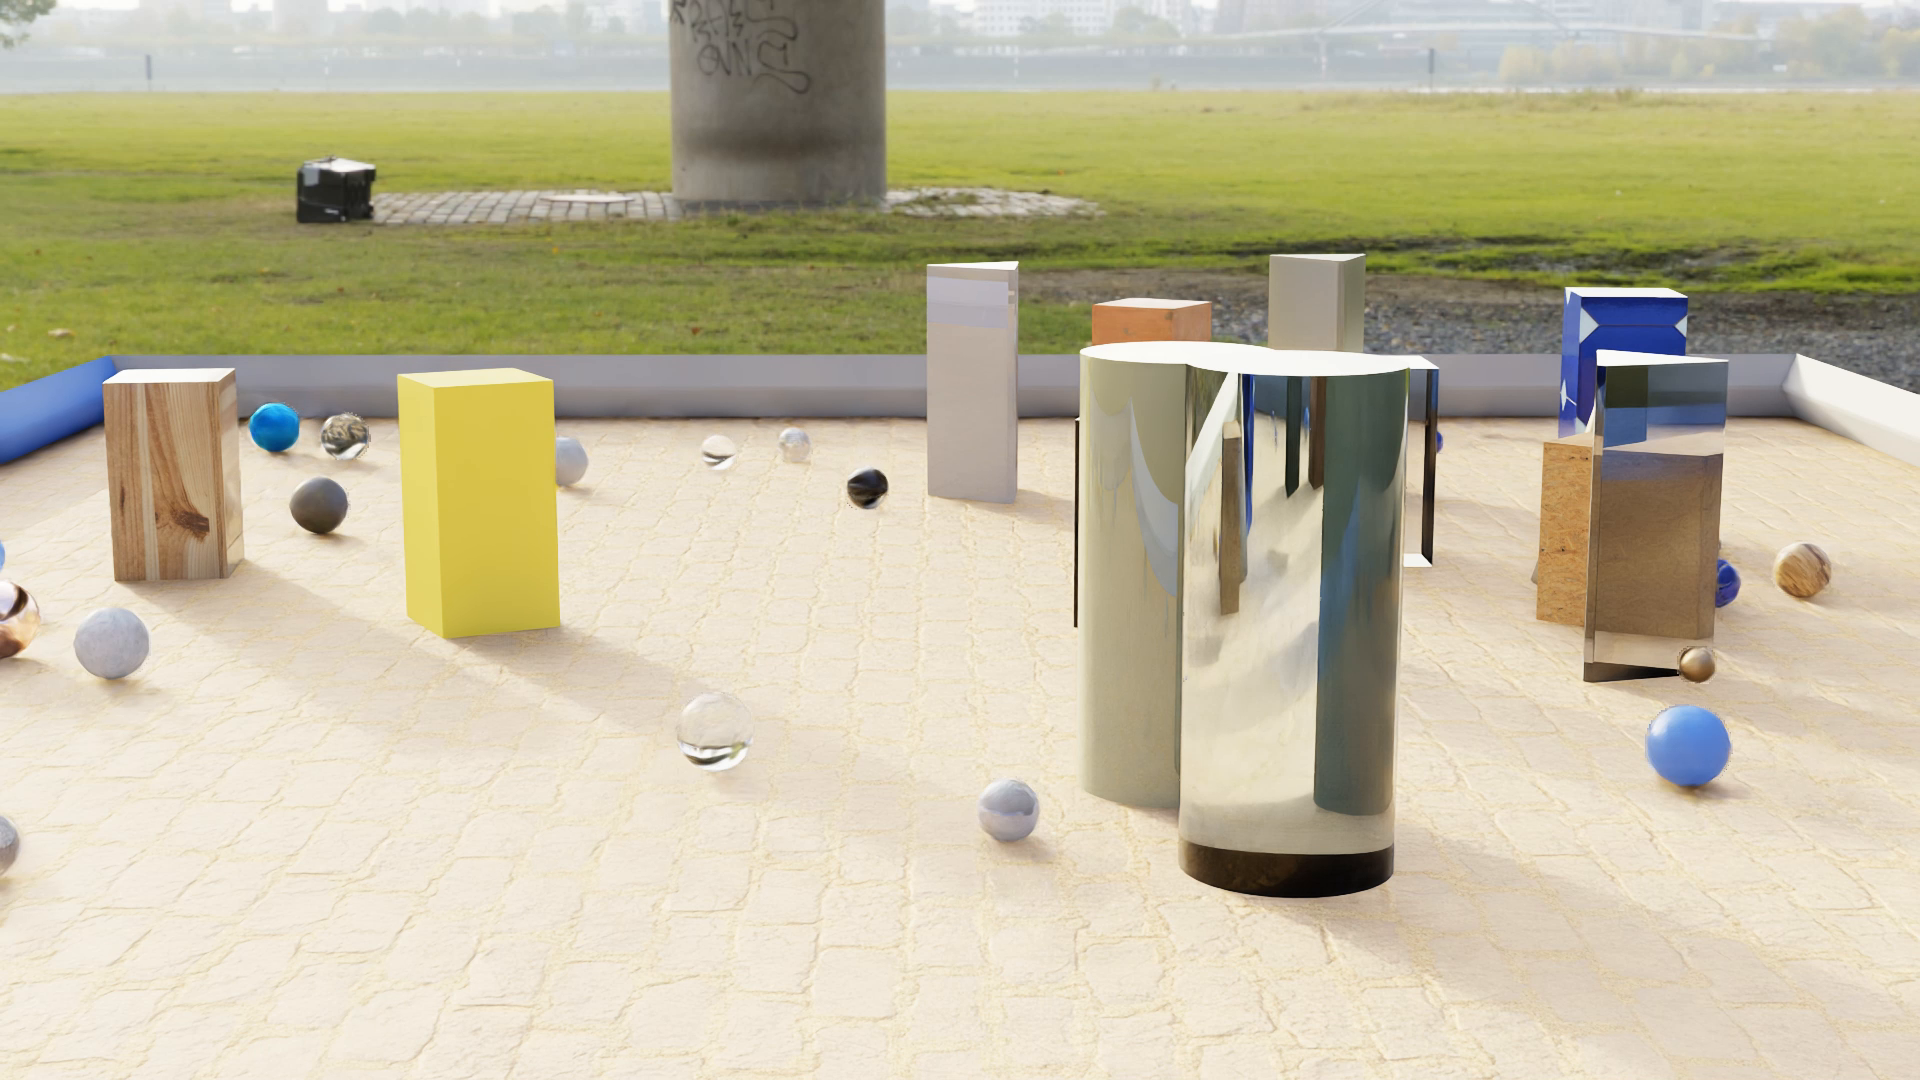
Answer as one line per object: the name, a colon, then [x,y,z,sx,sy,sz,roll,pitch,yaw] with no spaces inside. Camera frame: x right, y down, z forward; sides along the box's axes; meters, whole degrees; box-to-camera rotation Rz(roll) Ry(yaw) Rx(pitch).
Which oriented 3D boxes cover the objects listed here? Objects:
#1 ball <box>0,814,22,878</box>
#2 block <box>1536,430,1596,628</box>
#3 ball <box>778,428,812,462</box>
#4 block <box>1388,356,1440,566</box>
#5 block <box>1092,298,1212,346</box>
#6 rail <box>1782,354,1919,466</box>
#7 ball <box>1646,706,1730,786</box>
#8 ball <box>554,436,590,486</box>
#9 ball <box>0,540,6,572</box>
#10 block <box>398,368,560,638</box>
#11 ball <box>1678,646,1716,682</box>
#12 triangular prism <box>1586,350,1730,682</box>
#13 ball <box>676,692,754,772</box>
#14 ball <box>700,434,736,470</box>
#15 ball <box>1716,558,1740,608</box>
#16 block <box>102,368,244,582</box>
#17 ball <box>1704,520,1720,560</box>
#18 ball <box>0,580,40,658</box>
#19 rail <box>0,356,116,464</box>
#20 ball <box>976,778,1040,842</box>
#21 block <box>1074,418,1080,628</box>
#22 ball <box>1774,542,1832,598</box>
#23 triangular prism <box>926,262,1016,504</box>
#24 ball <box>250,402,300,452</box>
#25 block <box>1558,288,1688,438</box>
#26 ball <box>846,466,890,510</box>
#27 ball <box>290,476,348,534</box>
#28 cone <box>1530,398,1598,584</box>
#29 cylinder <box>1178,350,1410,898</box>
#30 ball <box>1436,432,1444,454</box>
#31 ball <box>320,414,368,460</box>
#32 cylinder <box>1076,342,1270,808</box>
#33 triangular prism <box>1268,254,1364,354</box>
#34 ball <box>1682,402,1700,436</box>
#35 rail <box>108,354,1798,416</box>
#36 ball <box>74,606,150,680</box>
ball: [-0.882,0.277,2.317,0.064,0.064,0.064,0,10,0]
block: [0.879,-0.013,3.401,0.159,0.239,0.159,9,14,41]
ball: [-0.308,-0.177,4.771,0.063,0.063,0.063,0,10,0]
block: [0.616,-0.120,3.829,0.159,0.293,0.159,0,10,0]
block: [0.344,-0.272,4.614,0.159,0.307,0.159,6,12,30]
rail: [1.744,0.031,3.459,0.045,0.129,3.926,0,10,0]
ball: [0.745,0.210,2.623,0.083,0.083,0.083,0,10,0]
ball: [-0.693,-0.137,4.486,0.089,0.089,0.089,0,10,0]
ball: [-1.392,0.022,3.605,0.095,0.095,0.095,0,10,0]
block: [-0.633,-0.052,3.376,0.159,0.325,0.159,-6,12,-28]
ball: [0.880,0.149,3.063,0.043,0.043,0.043,0,10,0]
triangular prism: [0.811,-0.034,3.128,0.172,0.380,0.149,-3,11,-17]
ball: [-0.256,0.200,2.680,0.082,0.082,0.082,0,10,0]
ball: [-0.439,-0.159,4.669,0.065,0.065,0.065,0,10,0]
ball: [1.025,0.058,3.485,0.069,0.069,0.069,0,10,0]
block: [-1.141,-0.097,3.731,0.159,0.285,0.159,-1,11,-7]
ball: [1.013,0.006,3.572,0.087,0.087,0.087,0,10,0]
ball: [-1.194,0.098,3.185,0.099,0.099,0.099,0,10,0]
rail: [-1.744,0.035,3.439,0.045,0.129,3.926,0,10,0]
ball: [0.046,0.256,2.436,0.061,0.061,0.061,0,10,0]
block: [0.248,-0.030,3.395,0.159,0.275,0.159,3,11,17]
ball: [1.166,0.041,3.552,0.077,0.077,0.077,0,10,0]
triangular prism: [0.056,-0.274,4.388,0.172,0.393,0.149,7,13,33]
ball: [-1.306,-0.215,4.890,0.093,0.093,0.093,0,10,0]
block: [1.024,-0.193,3.983,0.159,0.382,0.159,1,11,4]
ball: [-0.153,-0.086,4.256,0.072,0.072,0.072,0,10,0]
ball: [-1.009,-0.055,4.039,0.090,0.090,0.090,0,10,0]
cone: [0.916,-0.099,3.633,0.198,0.323,0.198,0,10,0]
cylinder: [0.301,0.071,2.328,0.198,0.465,0.198,0,10,0]
ball: [0.890,-0.185,4.849,0.050,0.050,0.050,0,10,0]
ball: [-1.149,-0.193,4.792,0.087,0.087,0.087,0,10,0]
cylinder: [0.219,0.030,2.604,0.198,0.444,0.198,0,10,0]
triangular prism: [0.654,-0.299,4.506,0.149,0.399,0.172,-8,13,-38]
ball: [1.435,-0.241,5.102,0.068,0.068,0.068,0,10,0]
rail: [-0.011,-0.320,5.355,3.536,0.129,0.045,0,10,0]
ball: [-1.018,0.124,3.081,0.087,0.087,0.087,0,10,0]
